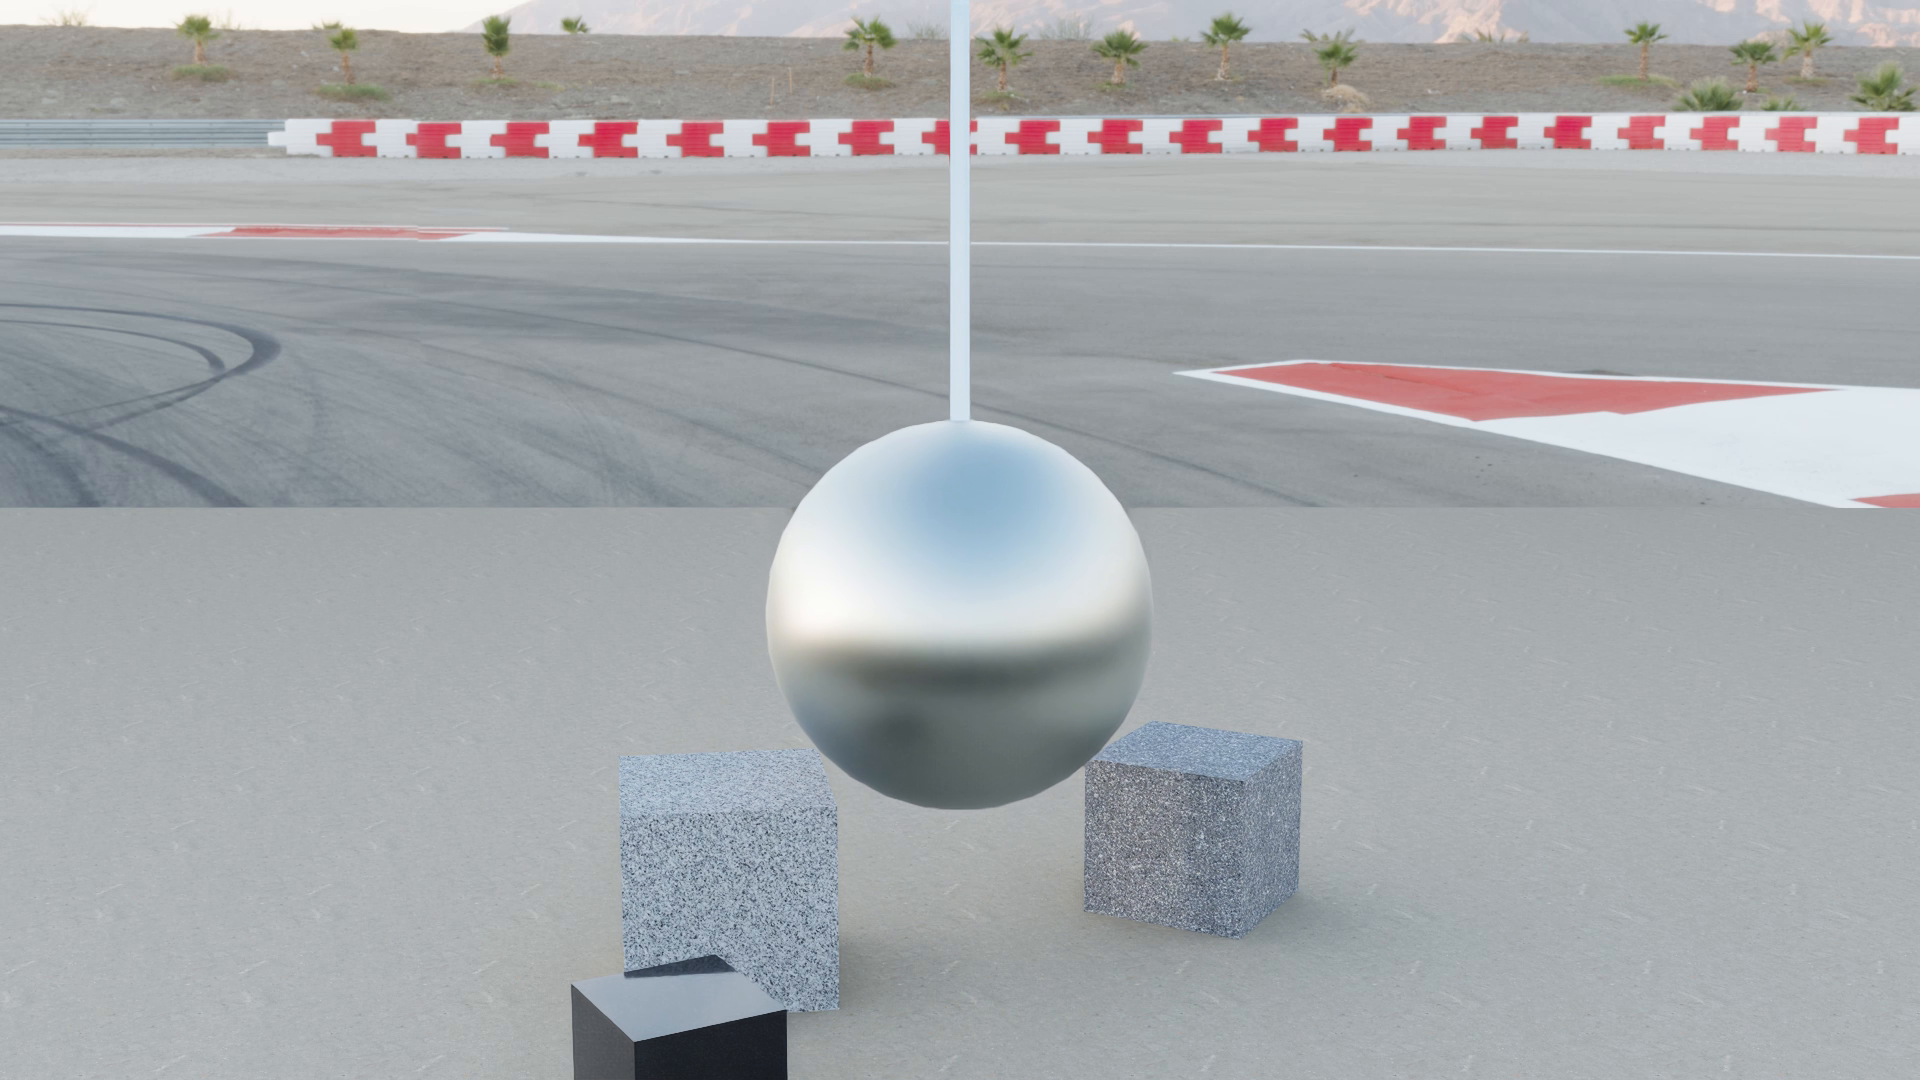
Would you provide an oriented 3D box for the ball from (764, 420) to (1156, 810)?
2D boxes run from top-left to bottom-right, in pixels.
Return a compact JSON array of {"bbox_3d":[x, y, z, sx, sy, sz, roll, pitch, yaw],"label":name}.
[{"bbox_3d":[0.000,0.306,9.040,1.600,1.600,1.600,0,10,0],"label":"ball"}]

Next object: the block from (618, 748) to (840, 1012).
[{"bbox_3d":[-0.989,1.431,9.283,0.865,0.863,0.878,-2,10,-9],"label":"block"}]

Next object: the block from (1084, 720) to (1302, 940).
[{"bbox_3d":[1.088,1.327,10.221,0.768,0.731,0.754,6,12,28],"label":"block"}]

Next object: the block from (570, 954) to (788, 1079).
[{"bbox_3d":[-1.000,1.869,7.820,0.565,0.524,0.608,-6,12,-30],"label":"block"}]

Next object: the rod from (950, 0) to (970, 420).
[{"bbox_3d":[0.000,-3.034,9.677,0.080,5.200,0.080,0,-11,0],"label":"rod"}]
